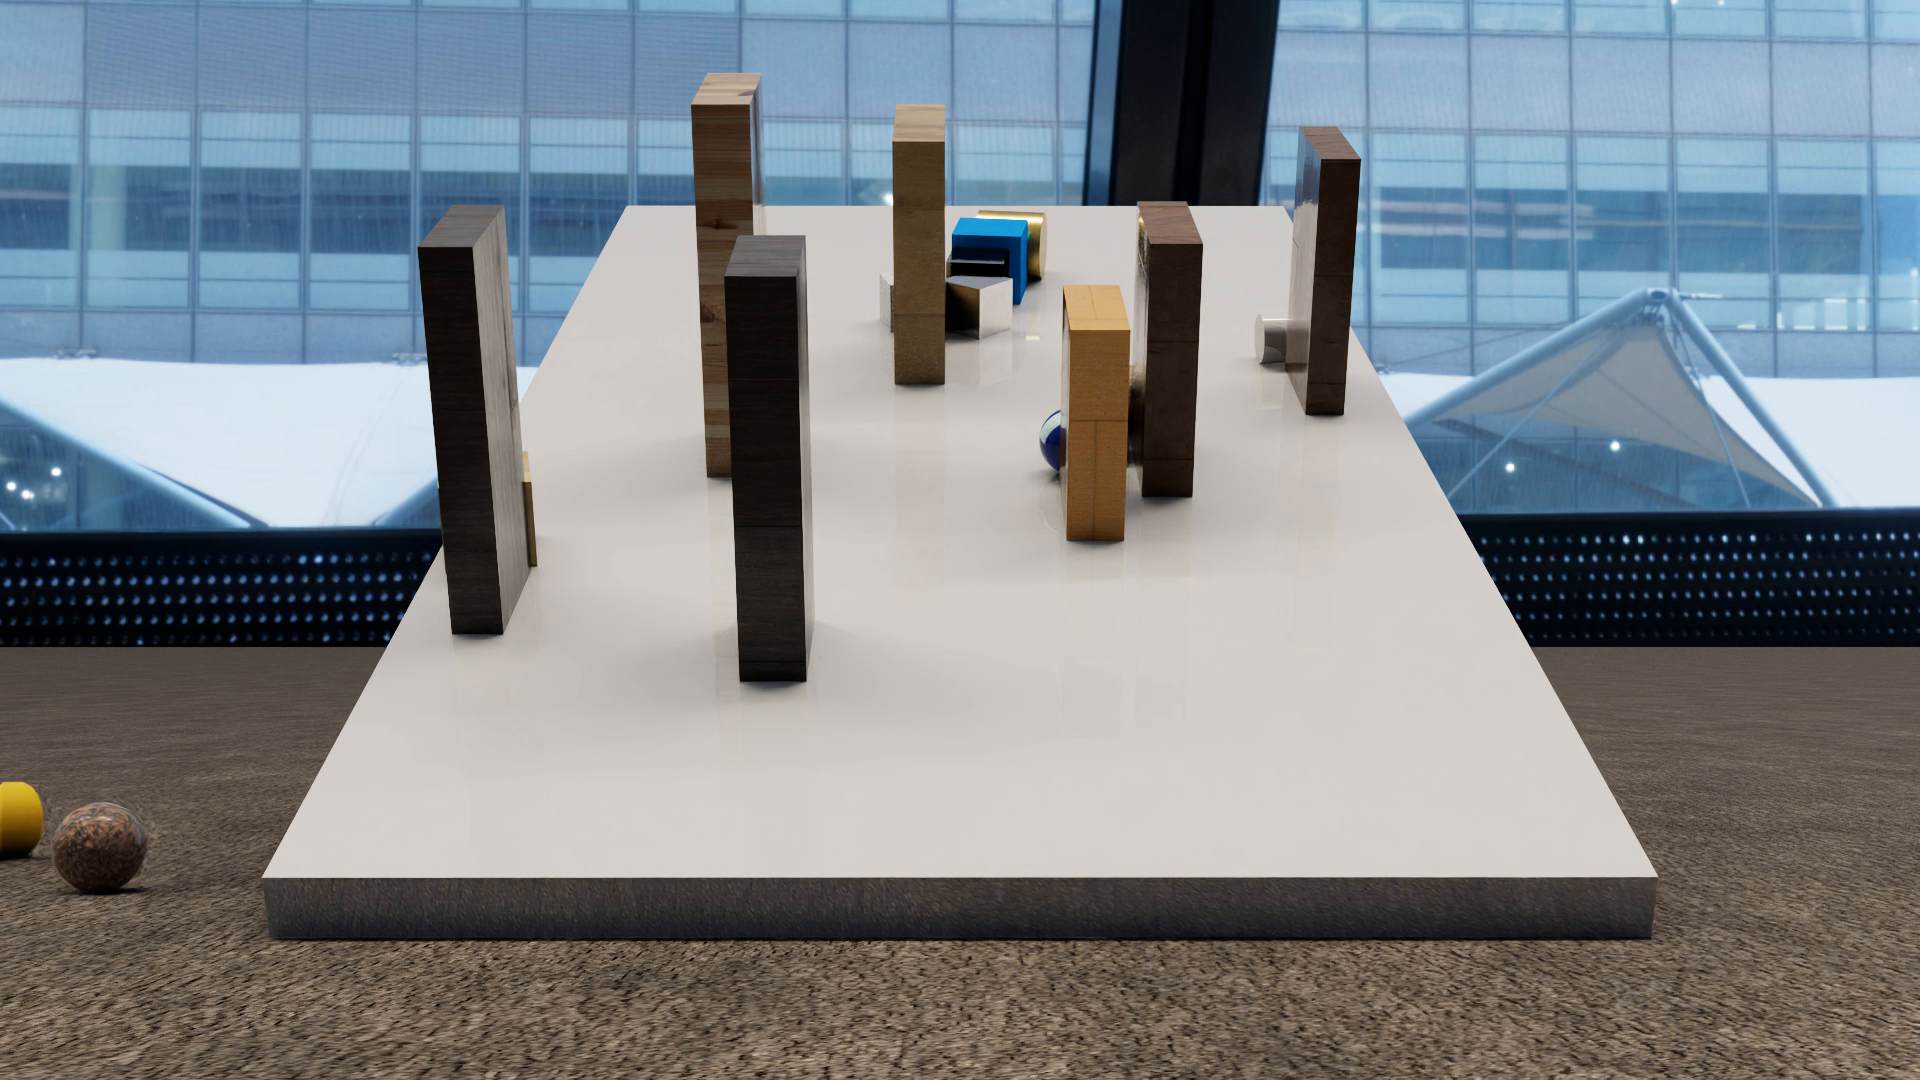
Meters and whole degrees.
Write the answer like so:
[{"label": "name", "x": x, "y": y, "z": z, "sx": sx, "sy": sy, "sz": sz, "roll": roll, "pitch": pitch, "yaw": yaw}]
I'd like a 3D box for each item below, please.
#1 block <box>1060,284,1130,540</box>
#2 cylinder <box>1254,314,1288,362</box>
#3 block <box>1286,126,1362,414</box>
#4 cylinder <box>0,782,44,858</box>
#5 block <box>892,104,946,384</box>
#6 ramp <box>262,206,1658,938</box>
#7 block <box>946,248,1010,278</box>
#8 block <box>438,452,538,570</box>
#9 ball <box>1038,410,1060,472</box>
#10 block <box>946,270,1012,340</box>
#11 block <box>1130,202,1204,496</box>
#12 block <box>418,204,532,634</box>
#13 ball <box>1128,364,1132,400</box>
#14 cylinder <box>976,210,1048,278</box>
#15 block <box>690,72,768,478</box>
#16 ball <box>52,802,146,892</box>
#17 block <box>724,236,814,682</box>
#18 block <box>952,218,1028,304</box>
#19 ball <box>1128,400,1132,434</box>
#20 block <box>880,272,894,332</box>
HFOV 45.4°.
[{"label": "block", "x": 0.264, "y": -0.255, "z": 4.545, "sx": 0.113, "sy": 0.428, "sz": 0.312, "roll": 0, "pitch": 22, "yaw": 0}, {"label": "cylinder", "x": 0.779, "y": -0.487, "z": 5.531, "sx": 0.118, "sy": 0.118, "sz": 0.118, "roll": -2, "pitch": -2, "yaw": -4}, {"label": "block", "x": 0.823, "y": -0.617, "z": 5.232, "sx": 0.087, "sy": 0.584, "sz": 0.338, "roll": 0, "pitch": 22, "yaw": 0}, {"label": "cylinder", "x": -1.919, "y": 0.556, "z": 4.535, "sx": 0.146, "sy": 0.146, "sz": 0.146, "roll": -2, "pitch": -3, "yaw": 33}, {"label": "block", "x": -0.095, "y": -0.710, "z": 5.473, "sx": 0.118, "sy": 0.574, "sz": 0.424, "roll": 0, "pitch": 22, "yaw": 0}, {"label": "ramp", "x": -0.007, "y": -0.221, "z": 5.162, "sx": 2.000, "sy": 0.100, "sz": 4.000, "roll": 0, "pitch": 22, "yaw": 0}, {"label": "block", "x": 0.046, "y": -0.662, "z": 5.921, "sx": 0.147, "sy": 0.147, "sz": 0.147, "roll": 3, "pitch": 22, "yaw": 6}, {"label": "block", "x": -0.903, "y": -0.055, "z": 4.385, "sx": 0.171, "sy": 0.171, "sz": 0.171, "roll": -5, "pitch": 23, "yaw": -11}, {"label": "ball", "x": 0.236, "y": -0.208, "z": 4.808, "sx": 0.142, "sy": 0.142, "sz": 0.142, "roll": 0, "pitch": -3, "yaw": 0}, {"label": "block", "x": 0.041, "y": -0.592, "z": 5.773, "sx": 0.129, "sy": 0.129, "sz": 0.129, "roll": 18, "pitch": 28, "yaw": 37}, {"label": "block", "x": 0.424, "y": -0.400, "z": 4.764, "sx": 0.104, "sy": 0.531, "sz": 0.347, "roll": 0, "pitch": 22, "yaw": 0}, {"label": "block", "x": -0.854, "y": -0.214, "z": 4.069, "sx": 0.091, "sy": 0.703, "sz": 0.292, "roll": 0, "pitch": 22, "yaw": 0}, {"label": "ball", "x": 0.352, "y": -0.315, "z": 5.063, "sx": 0.150, "sy": 0.150, "sz": 0.150, "roll": 0, "pitch": -3, "yaw": 0}, {"label": "cylinder", "x": 0.138, "y": -0.802, "z": 6.228, "sx": 0.178, "sy": 0.178, "sz": 0.178, "roll": 3, "pitch": -2, "yaw": 8}, {"label": "block", "x": -0.472, "y": -0.555, "z": 4.811, "sx": 0.115, "sy": 0.781, "sz": 0.330, "roll": 0, "pitch": 22, "yaw": 0}, {"label": "ball", "x": -1.471, "y": 0.526, "z": 3.927, "sx": 0.153, "sy": 0.153, "sz": 0.153, "roll": 0, "pitch": -3, "yaw": 0}, {"label": "block", "x": -0.316, "y": -0.137, "z": 3.876, "sx": 0.114, "sy": 0.707, "sz": 0.258, "roll": 0, "pitch": 22, "yaw": 0}, {"label": "block", "x": 0.079, "y": -0.738, "z": 6.065, "sx": 0.181, "sy": 0.181, "sz": 0.181, "roll": 3, "pitch": 22, "yaw": 6}, {"label": "ball", "x": 0.294, "y": -0.265, "z": 4.932, "sx": 0.154, "sy": 0.154, "sz": 0.154, "roll": 0, "pitch": -3, "yaw": 0}, {"label": "block", "x": -0.131, "y": -0.606, "z": 5.818, "sx": 0.122, "sy": 0.122, "sz": 0.122, "roll": -6, "pitch": 23, "yaw": -14}]
